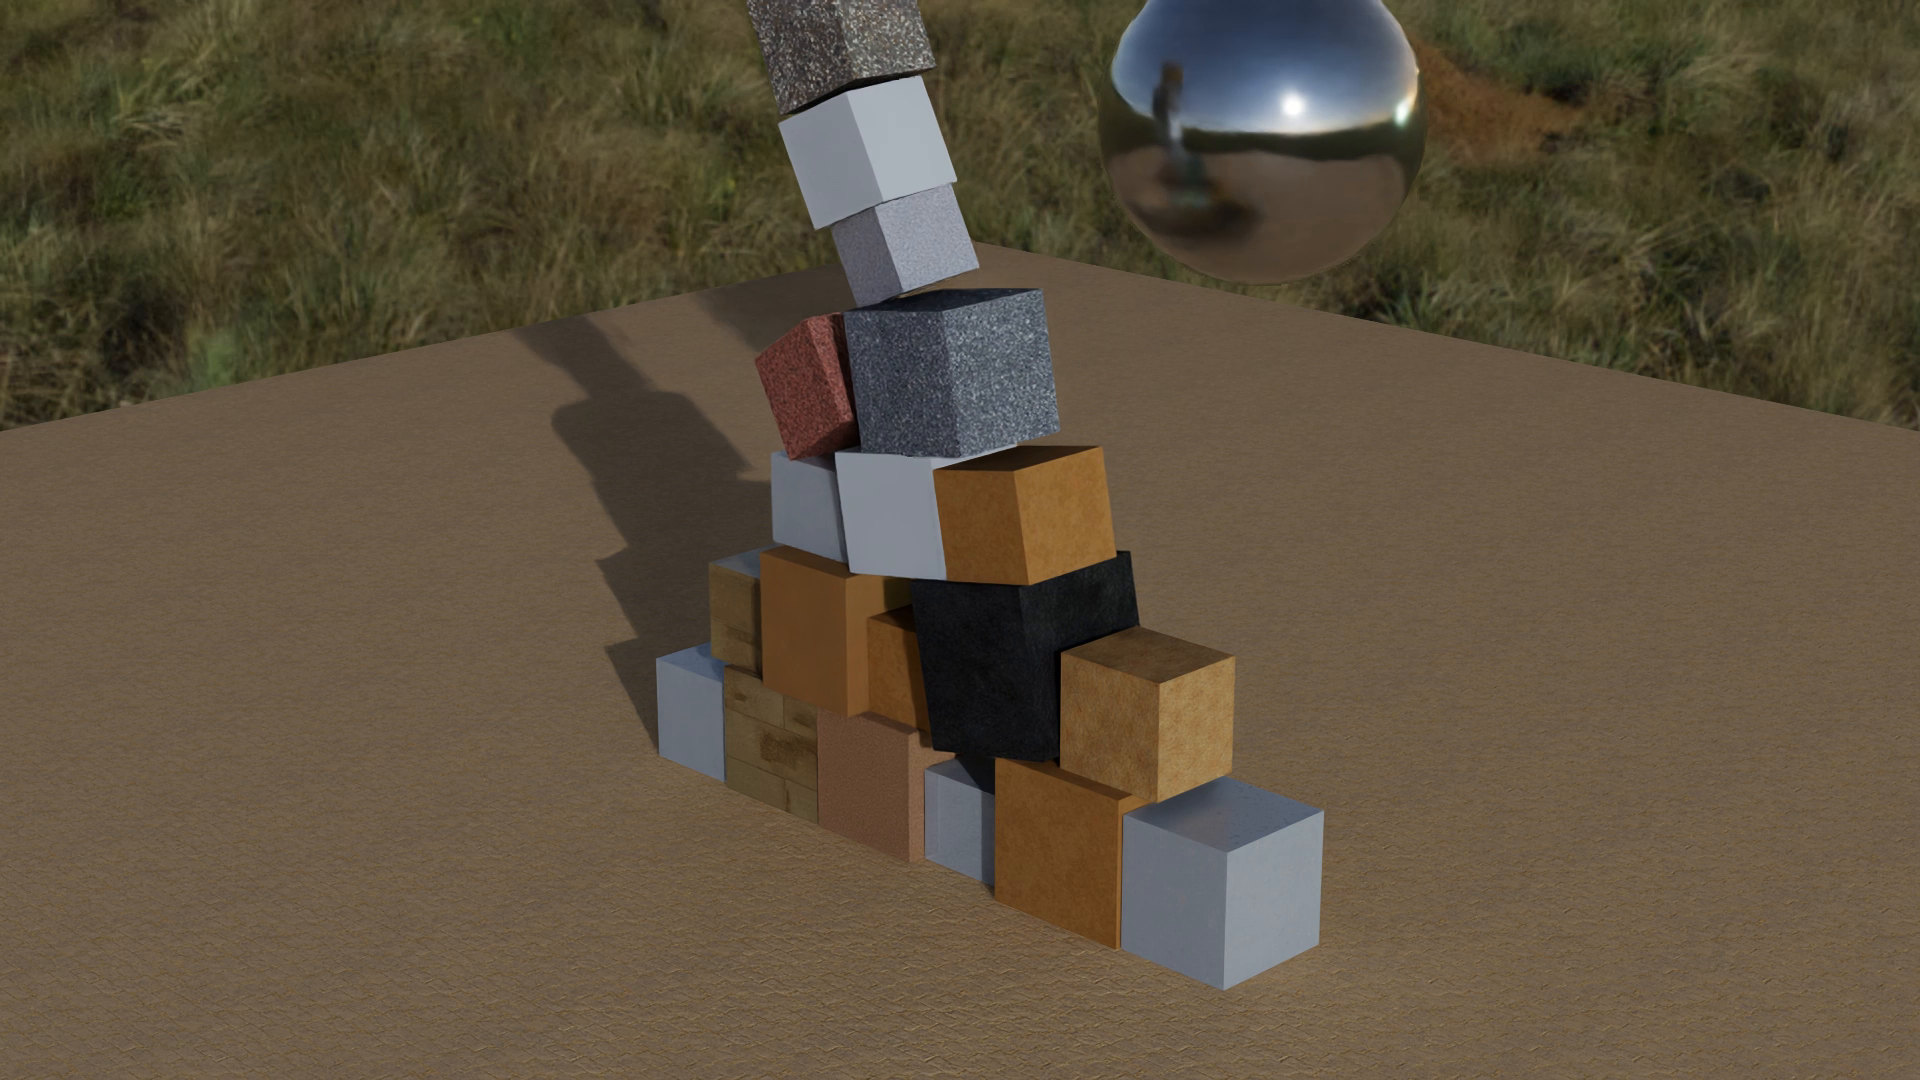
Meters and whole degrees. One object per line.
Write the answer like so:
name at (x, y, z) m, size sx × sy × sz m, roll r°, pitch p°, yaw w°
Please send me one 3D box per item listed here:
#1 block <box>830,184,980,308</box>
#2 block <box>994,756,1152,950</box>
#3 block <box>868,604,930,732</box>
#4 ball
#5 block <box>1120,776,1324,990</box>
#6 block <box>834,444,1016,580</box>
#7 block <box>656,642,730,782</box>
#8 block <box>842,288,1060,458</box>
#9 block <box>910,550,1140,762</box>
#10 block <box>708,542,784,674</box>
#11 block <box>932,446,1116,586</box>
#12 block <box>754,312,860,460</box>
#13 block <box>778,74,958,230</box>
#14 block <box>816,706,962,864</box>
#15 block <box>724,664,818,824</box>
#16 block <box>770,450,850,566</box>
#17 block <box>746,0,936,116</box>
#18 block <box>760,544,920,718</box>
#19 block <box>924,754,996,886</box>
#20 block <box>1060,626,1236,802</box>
block at (-0.253, -1.331, 13.328) m, size 0.425 × 0.401 × 0.425 m, roll -21°, pitch 4°, yaw -31°
block at (0.648, 1.295, 13.060) m, size 0.731 × 0.697 × 0.659 m, roll 17°, pitch 24°, yaw 42°
block at (-0.100, 0.574, 13.620) m, size 0.459 × 0.456 × 0.467 m, roll 16°, pitch 24°, yaw 42°
ball at (1.467, -2.041, 14.238) m, size 1.600 × 1.600 × 1.600 m, roll 0°, pitch 17°, yaw 0°
block at (1.128, 1.465, 12.634) m, size 0.641 × 0.629 × 0.580 m, roll -17°, pitch 24°, yaw -42°
block at (-0.129, -0.167, 13.372) m, size 0.534 × 0.566 × 0.636 m, roll -17°, pitch 14°, yaw -42°
block at (-1.115, 0.839, 14.802) m, size 0.600 × 0.523 × 0.560 m, roll -17°, pitch 24°, yaw -42°
block at (-0.038, -0.756, 13.127) m, size 0.593 × 0.647 × 0.689 m, roll -16°, pitch 14°, yaw -39°
block at (0.321, 0.500, 13.176) m, size 0.727 × 0.780 × 0.683 m, roll -17°, pitch 13°, yaw -43°
block at (-0.856, 0.337, 14.342) m, size 0.503 × 0.485 × 0.530 m, roll 16°, pitch 24°, yaw 42°
block at (0.286, -0.117, 12.972) m, size 0.561 × 0.502 × 0.509 m, roll -17°, pitch 13°, yaw -42°
block at (-0.564, -0.734, 13.672) m, size 0.471 × 0.516 × 0.514 m, roll -14°, pitch -11°, yaw -36°
block at (-0.417, -1.754, 13.279) m, size 0.467 × 0.511 × 0.504 m, roll -17°, pitch 4°, yaw 44°
block at (-0.235, 1.062, 13.900) m, size 0.624 × 0.639 × 0.623 m, roll -17°, pitch 24°, yaw -42°
block at (-0.694, 0.922, 14.348) m, size 0.621 × 0.637 × 0.664 m, roll -17°, pitch 24°, yaw -42°
block at (-0.531, -0.197, 13.869) m, size 0.480 × 0.433 × 0.545 m, roll -17°, pitch 24°, yaw -42°
block at (-0.536, -2.282, 13.230) m, size 0.507 × 0.538 × 0.536 m, roll -17°, pitch 0°, yaw -44°
block at (-0.487, 0.366, 13.926) m, size 0.590 × 0.674 × 0.693 m, roll 16°, pitch 24°, yaw 42°
block at (0.188, 1.278, 13.535) m, size 0.447 × 0.446 × 0.544 m, roll -17°, pitch 24°, yaw -42°
block at (0.812, 0.749, 12.738) m, size 0.564 × 0.539 × 0.495 m, roll 16°, pitch 24°, yaw 42°
